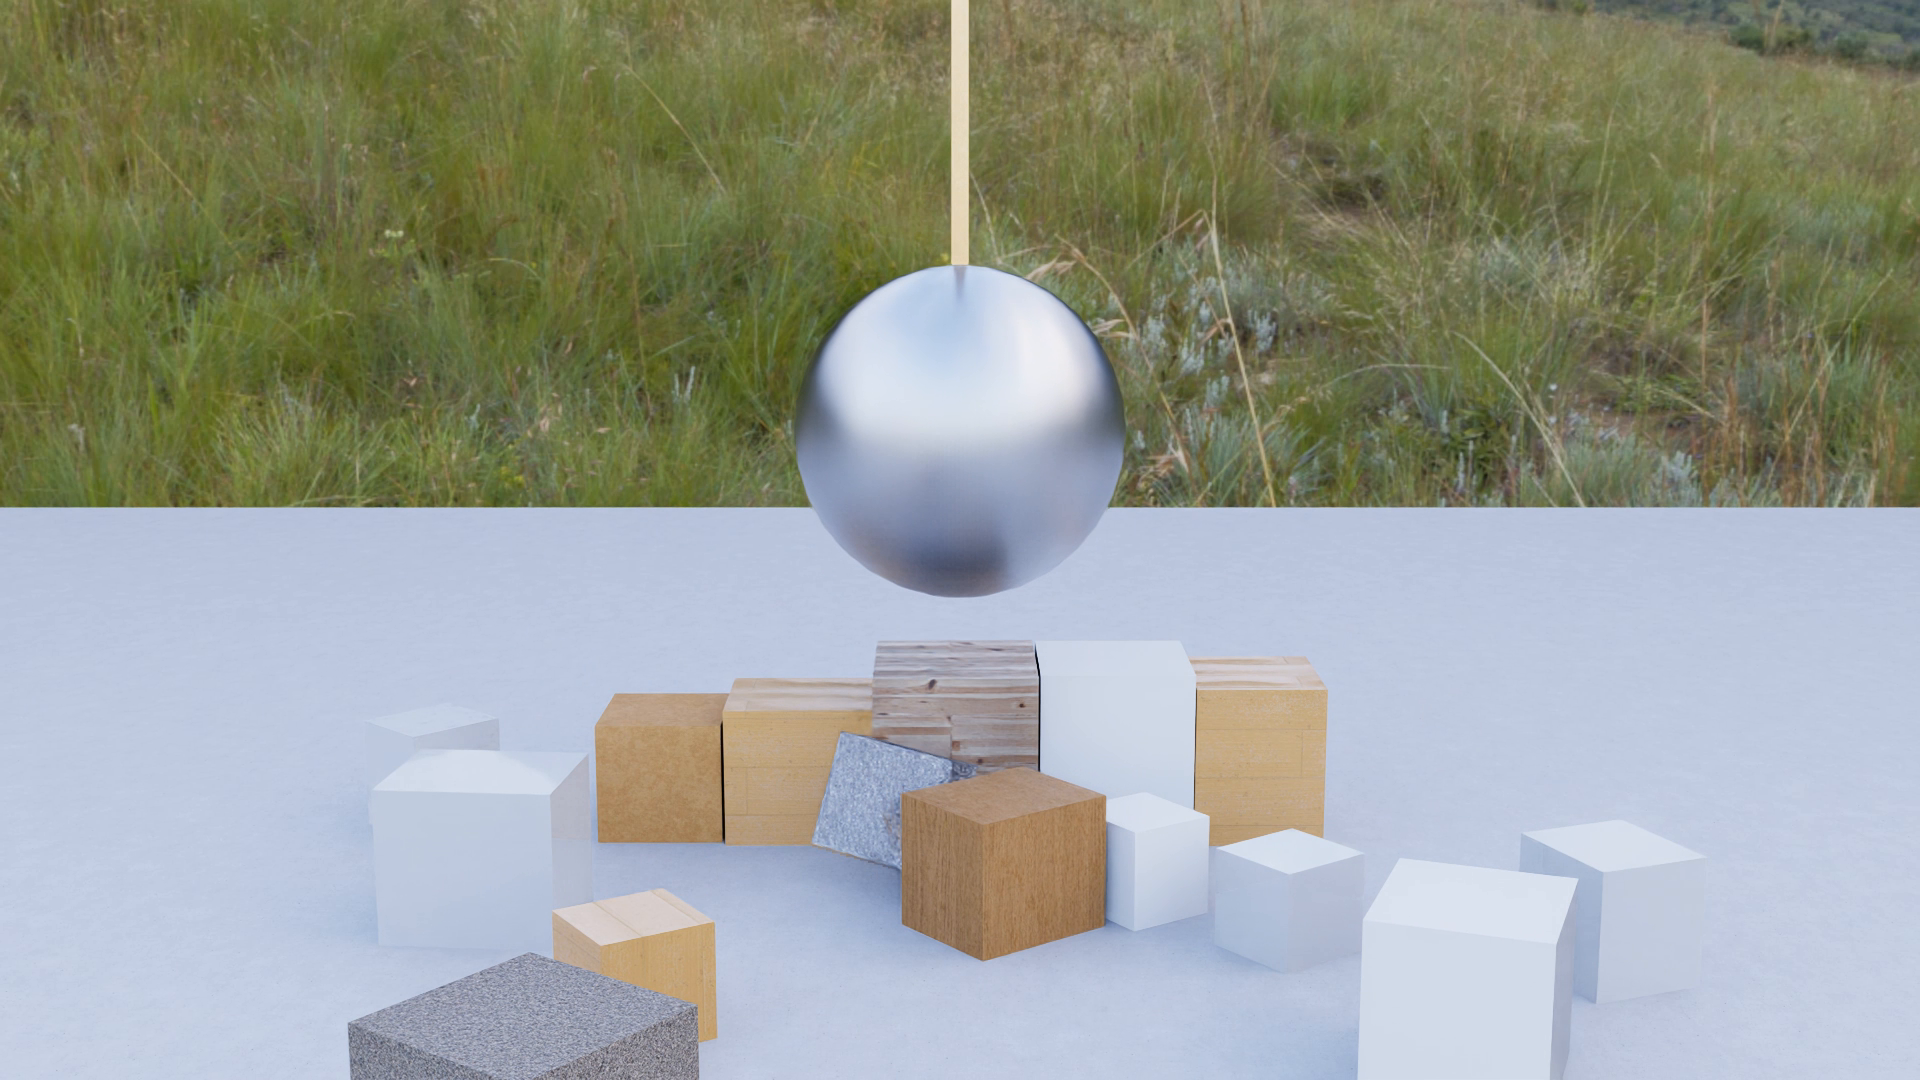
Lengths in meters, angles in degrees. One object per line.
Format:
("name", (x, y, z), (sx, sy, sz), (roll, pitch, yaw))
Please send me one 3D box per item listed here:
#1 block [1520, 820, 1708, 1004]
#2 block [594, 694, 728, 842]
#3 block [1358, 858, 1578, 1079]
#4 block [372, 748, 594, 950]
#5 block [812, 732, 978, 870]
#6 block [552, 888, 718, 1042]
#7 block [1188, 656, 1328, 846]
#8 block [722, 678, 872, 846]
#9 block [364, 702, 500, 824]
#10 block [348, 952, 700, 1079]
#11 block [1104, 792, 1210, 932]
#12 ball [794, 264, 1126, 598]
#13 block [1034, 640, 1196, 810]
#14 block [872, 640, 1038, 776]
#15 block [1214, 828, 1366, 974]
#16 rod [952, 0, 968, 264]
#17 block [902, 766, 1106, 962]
("block", (2.761, 1.569, 9.353), (0.525, 0.567, 0.560), (-4, 11, -21))
("block", (-1.517, 1.174, 11.410), (0.630, 0.608, 0.671), (0, 10, 0))
("block", (1.920, 1.690, 8.281), (0.683, 0.711, 0.750), (4, 11, 21))
("block", (-2.143, 1.388, 9.946), (0.795, 0.711, 0.665), (1, 10, 5))
("block", (-0.304, 1.259, 10.490), (0.559, 0.539, 0.539), (14, -4, 14))
("block", (-1.293, 1.724, 8.730), (0.485, 0.485, 0.470), (-7, 12, -33))
("block", (1.505, 1.079, 11.365), (0.651, 0.810, 0.717), (0, 10, 0))
("block", (-0.812, 1.135, 11.371), (0.748, 0.698, 0.690), (0, 10, 0))
("block", (-2.734, 1.199, 11.424), (0.459, 0.553, 0.511), (10, 14, 43))
("block", (-1.389, 1.884, 7.080), (0.787, 0.760, 0.766), (8, 13, 36))
("block", (0.831, 1.477, 10.153), (0.432, 0.462, 0.463), (-7, 12, -34))
("ball", (0.000, -0.520, 10.591), (1.600, 1.600, 1.600), (0, 10, 0))
("block", (0.786, 1.039, 11.381), (0.771, 0.883, 0.774), (0, 10, 0))
("block", (-0.024, 1.044, 11.351), (0.821, 0.885, 0.846), (0, 10, 0))
("block", (1.446, 1.576, 9.653), (0.469, 0.444, 0.442), (-8, 13, -37))
("rod", (0.000, -3.903, 10.256), (0.080, 5.200, 0.080), (0, 6, 0))
("block", (0.195, 1.443, 9.909), (0.705, 0.616, 0.591), (-8, 13, -37))
